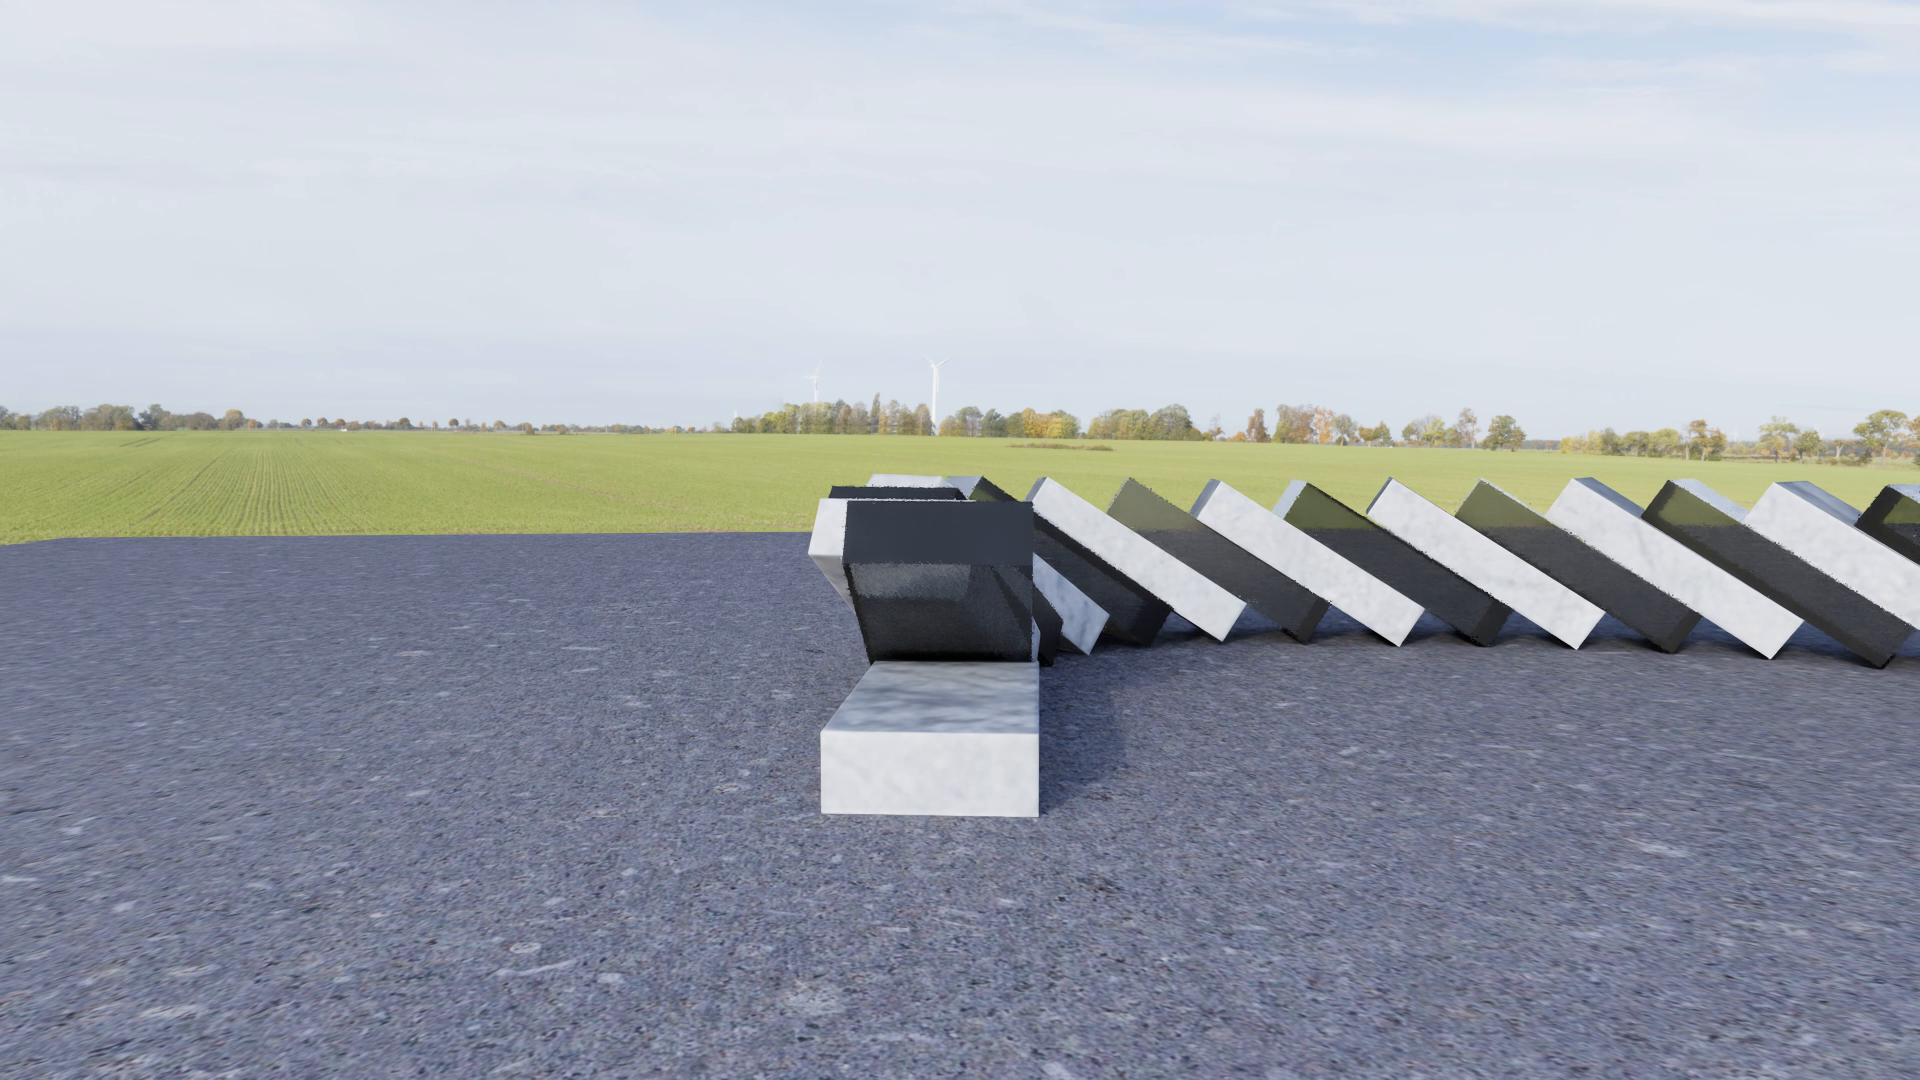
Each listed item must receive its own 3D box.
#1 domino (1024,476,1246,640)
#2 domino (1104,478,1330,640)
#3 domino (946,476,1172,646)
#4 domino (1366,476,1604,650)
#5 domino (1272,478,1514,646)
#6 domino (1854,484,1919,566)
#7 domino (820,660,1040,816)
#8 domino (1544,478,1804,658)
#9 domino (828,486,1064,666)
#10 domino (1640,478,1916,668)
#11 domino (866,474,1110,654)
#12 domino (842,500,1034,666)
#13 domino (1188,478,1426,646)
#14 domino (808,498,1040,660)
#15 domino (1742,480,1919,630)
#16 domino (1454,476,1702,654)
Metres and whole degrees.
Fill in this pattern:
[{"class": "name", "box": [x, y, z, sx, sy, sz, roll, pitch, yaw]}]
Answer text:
[{"class": "domino", "box": [0.037, 0.004, 0.283, 0.050, 0.010, 0.025, 32, 2, -2]}, {"class": "domino", "box": [0.056, 0.004, 0.284, 0.050, 0.009, 0.025, 33, 5, 3]}, {"class": "domino", "box": [0.019, 0.004, 0.273, 0.050, 0.009, 0.025, 34, -6, -15]}, {"class": "domino", "box": [0.114, 0.004, 0.281, 0.050, 0.009, 0.025, 35, 13, 12]}, {"class": "domino", "box": [0.094, 0.004, 0.282, 0.050, 0.009, 0.025, 32, 8, 4]}, {"class": "domino", "box": [0.197, 0.007, 0.238, 0.025, 0.009, 0.050, -3, 37, -38]}, {"class": "domino", "box": [-0.002, 0.025, 0.172, 0.025, 0.009, 0.050, 0, 4, 4]}, {"class": "domino", "box": [0.152, 0.005, 0.272, 0.050, 0.009, 0.025, 40, 24, 26]}, {"class": "domino", "box": [-0.002, 0.007, 0.234, 0.025, 0.009, 0.050, 2, -28, 29]}, {"class": "domino", "box": [0.168, 0.005, 0.262, 0.025, 0.010, 0.050, -4, 38, -49]}, {"class": "domino", "box": [0.004, 0.005, 0.258, 0.050, 0.009, 0.025, 38, -17, -30]}, {"class": "domino", "box": [-0.002, 0.011, 0.192, 0.025, 0.009, 0.050, 1, -28, 3]}, {"class": "domino", "box": [0.075, 0.004, 0.282, 0.050, 0.009, 0.025, 33, 7, 3]}, {"class": "domino", "box": [-0.004, 0.010, 0.214, 0.025, 0.009, 0.050, 1, -27, 17]}, {"class": "domino", "box": [0.183, 0.006, 0.251, 0.025, 0.010, 0.050, -3, 38, -43]}, {"class": "domino", "box": [0.132, 0.004, 0.277, 0.050, 0.009, 0.025, 36, 16, 16]}]
